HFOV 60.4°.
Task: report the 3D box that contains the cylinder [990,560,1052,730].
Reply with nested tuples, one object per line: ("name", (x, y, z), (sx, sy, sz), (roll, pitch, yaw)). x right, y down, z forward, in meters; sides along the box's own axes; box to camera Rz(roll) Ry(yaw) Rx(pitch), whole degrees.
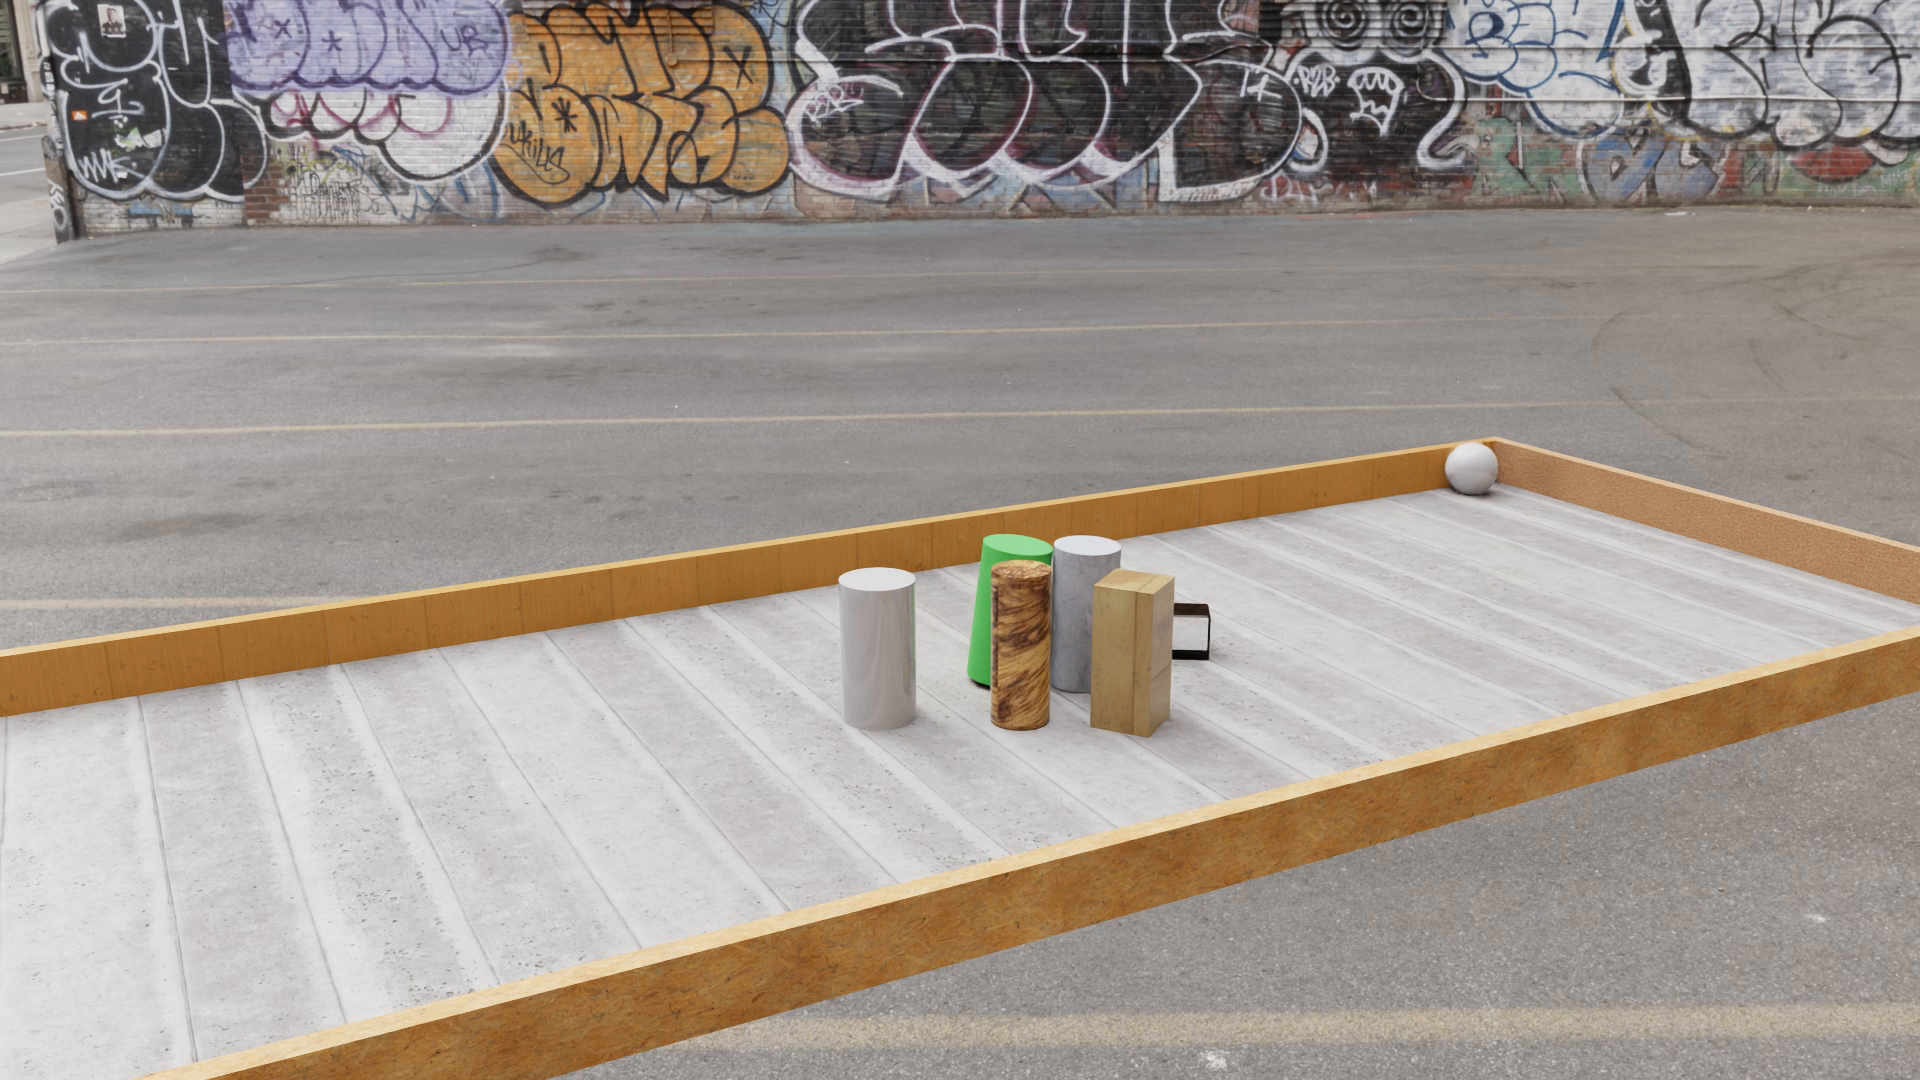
("cylinder", (0.142, 0.246, 3.855), (0.140, 0.374, 0.140), (0, 16, 0))

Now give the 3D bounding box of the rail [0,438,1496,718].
("rail", (-3.305, 0.497, 3.399), (12.000, 0.150, 0.050), (-9, 18, -27))

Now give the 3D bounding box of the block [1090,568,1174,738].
("block", (0.402, 0.262, 3.846), (0.145, 0.349, 0.145), (8, 18, 25))

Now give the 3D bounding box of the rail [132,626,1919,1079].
("rail", (-2.336, 1.006, 1.665), (12.000, 0.150, 0.050), (-9, 18, -27))

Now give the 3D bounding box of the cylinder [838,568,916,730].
("cylinder", (-0.192, 0.255, 3.879), (0.179, 0.343, 0.179), (0, 16, 0))

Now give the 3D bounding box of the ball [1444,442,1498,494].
("ball", (1.832, -0.258, 5.904), (0.185, 0.185, 0.185), (0, 16, 0))

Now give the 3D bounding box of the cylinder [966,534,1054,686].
("cylinder", (0.123, 0.176, 4.110), (0.174, 0.346, 0.174), (6, 16, -2))

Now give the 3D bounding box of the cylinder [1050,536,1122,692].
("cylinder", (0.307, 0.183, 4.093), (0.165, 0.356, 0.165), (2, 17, -1))

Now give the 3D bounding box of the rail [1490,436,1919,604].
("rail", (2.466, -0.048, 5.253), (0.050, 0.150, 2.100), (-9, 18, -27))

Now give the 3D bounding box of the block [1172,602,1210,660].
("block", (0.473, 0.237, 4.341), (0.359, 0.117, 0.117), (1, 16, 4))
